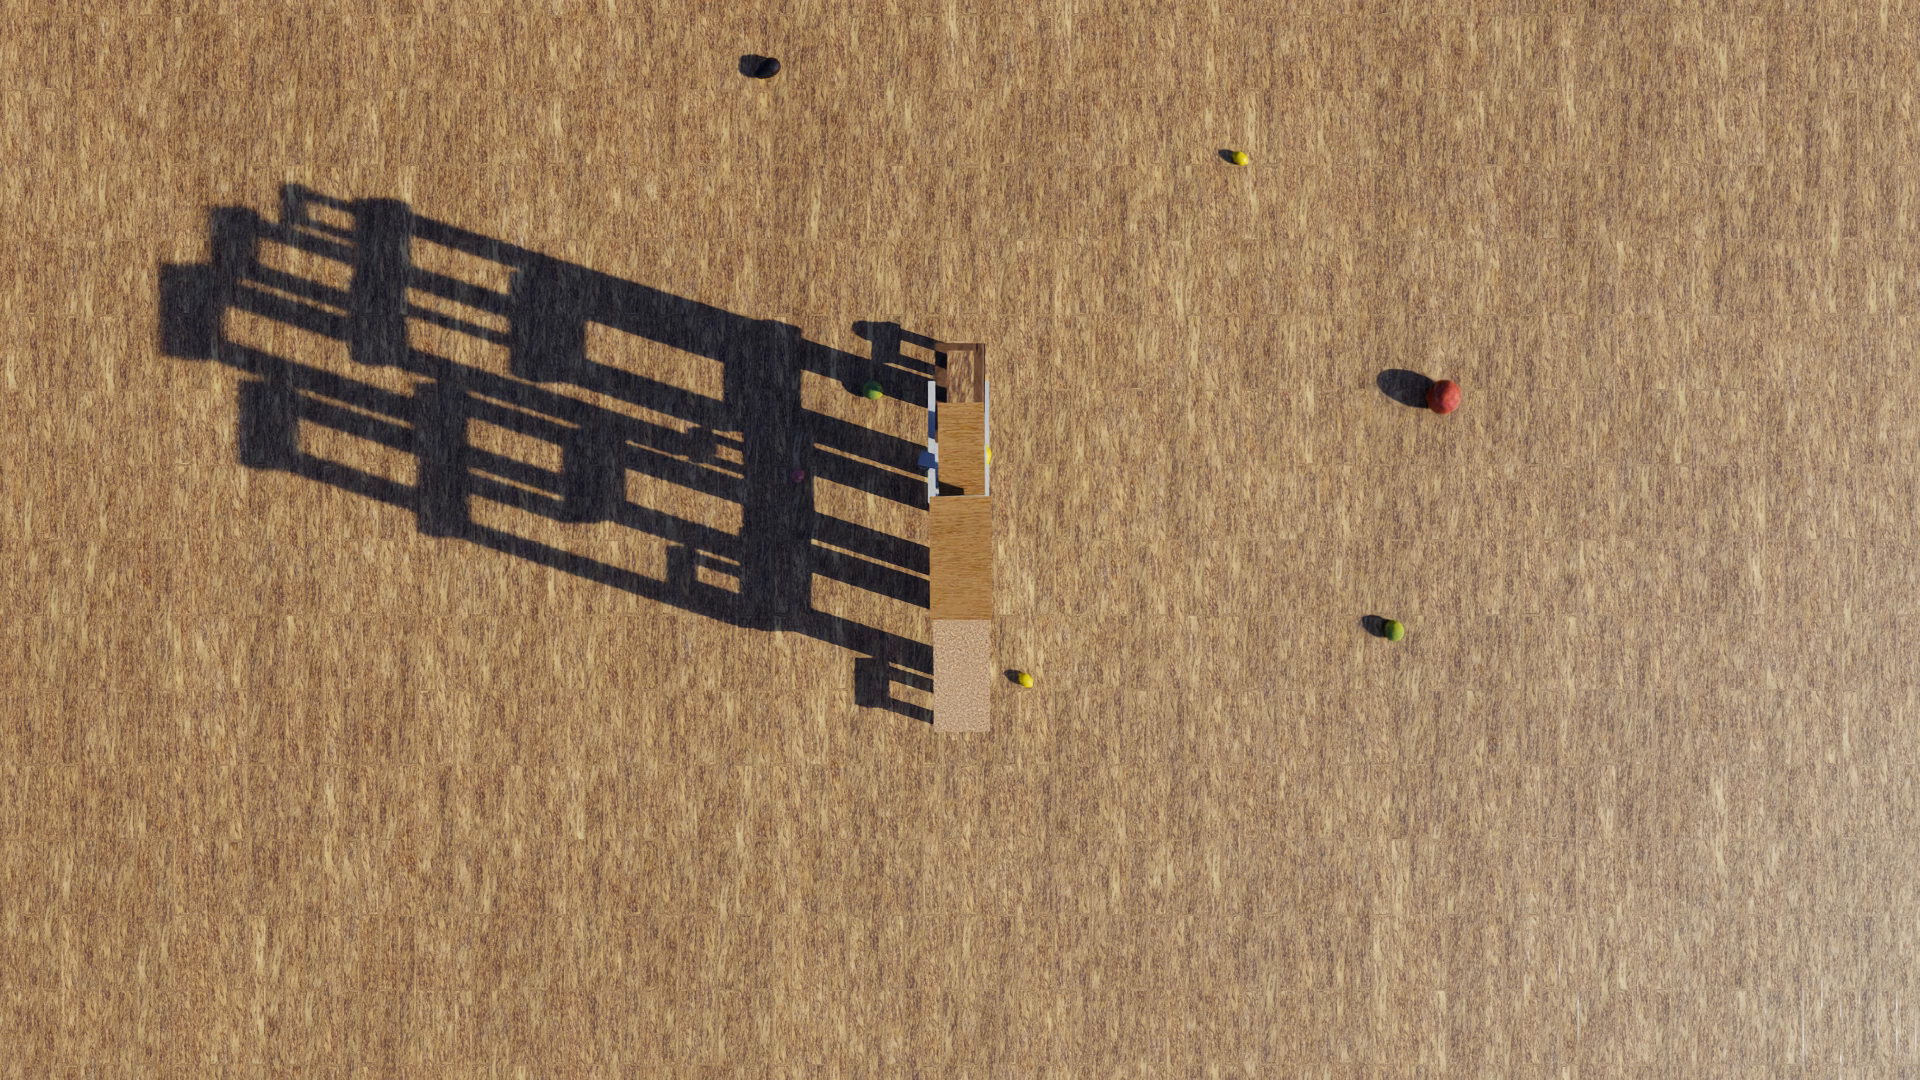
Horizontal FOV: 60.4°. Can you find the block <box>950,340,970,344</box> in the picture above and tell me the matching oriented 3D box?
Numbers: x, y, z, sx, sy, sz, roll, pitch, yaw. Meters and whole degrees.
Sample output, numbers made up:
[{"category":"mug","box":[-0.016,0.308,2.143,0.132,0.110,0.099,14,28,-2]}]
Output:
[{"category":"block","box":[-0.003,-0.582,5.362,0.064,0.018,0.129,0,90,0]}]

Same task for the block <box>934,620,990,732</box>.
[{"category":"block","box":[0.004,0.344,4.207,0.143,0.041,0.286,0,90,0]}]

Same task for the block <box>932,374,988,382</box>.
[{"category":"block","box":[0.003,-0.339,5.129,0.173,0.049,0.347,0,90,0]}]

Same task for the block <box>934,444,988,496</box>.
[{"category":"block","box":[0.004,-0.116,4.412,0.138,0.039,0.276,-1,90,0]}]

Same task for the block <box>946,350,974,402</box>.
[{"category":"block","box":[0.001,-0.419,4.257,0.068,0.019,0.137,0,90,0]}]

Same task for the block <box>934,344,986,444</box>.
[{"category":"block","box":[0.000,-0.393,4.422,0.133,0.038,0.266,0,90,0]}]

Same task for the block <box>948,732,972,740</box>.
[{"category":"block","box":[0.001,0.568,5.334,0.077,0.022,0.155,0,90,0]}]

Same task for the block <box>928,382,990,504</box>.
[{"category":"block","box":[-0.004,-0.280,4.732,0.174,0.049,0.347,0,90,0]}]

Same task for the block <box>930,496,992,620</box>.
[{"category":"block","box":[0.002,0.044,4.067,0.152,0.043,0.303,0,90,0]}]

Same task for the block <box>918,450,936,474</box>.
[{"category":"block","box":[-0.043,-0.203,4.570,0.138,0.276,0.039,16,90,0]}]

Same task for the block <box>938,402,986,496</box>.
[{"category":"block","box":[0.003,-0.228,4.144,0.116,0.033,0.232,-1,90,0]}]
